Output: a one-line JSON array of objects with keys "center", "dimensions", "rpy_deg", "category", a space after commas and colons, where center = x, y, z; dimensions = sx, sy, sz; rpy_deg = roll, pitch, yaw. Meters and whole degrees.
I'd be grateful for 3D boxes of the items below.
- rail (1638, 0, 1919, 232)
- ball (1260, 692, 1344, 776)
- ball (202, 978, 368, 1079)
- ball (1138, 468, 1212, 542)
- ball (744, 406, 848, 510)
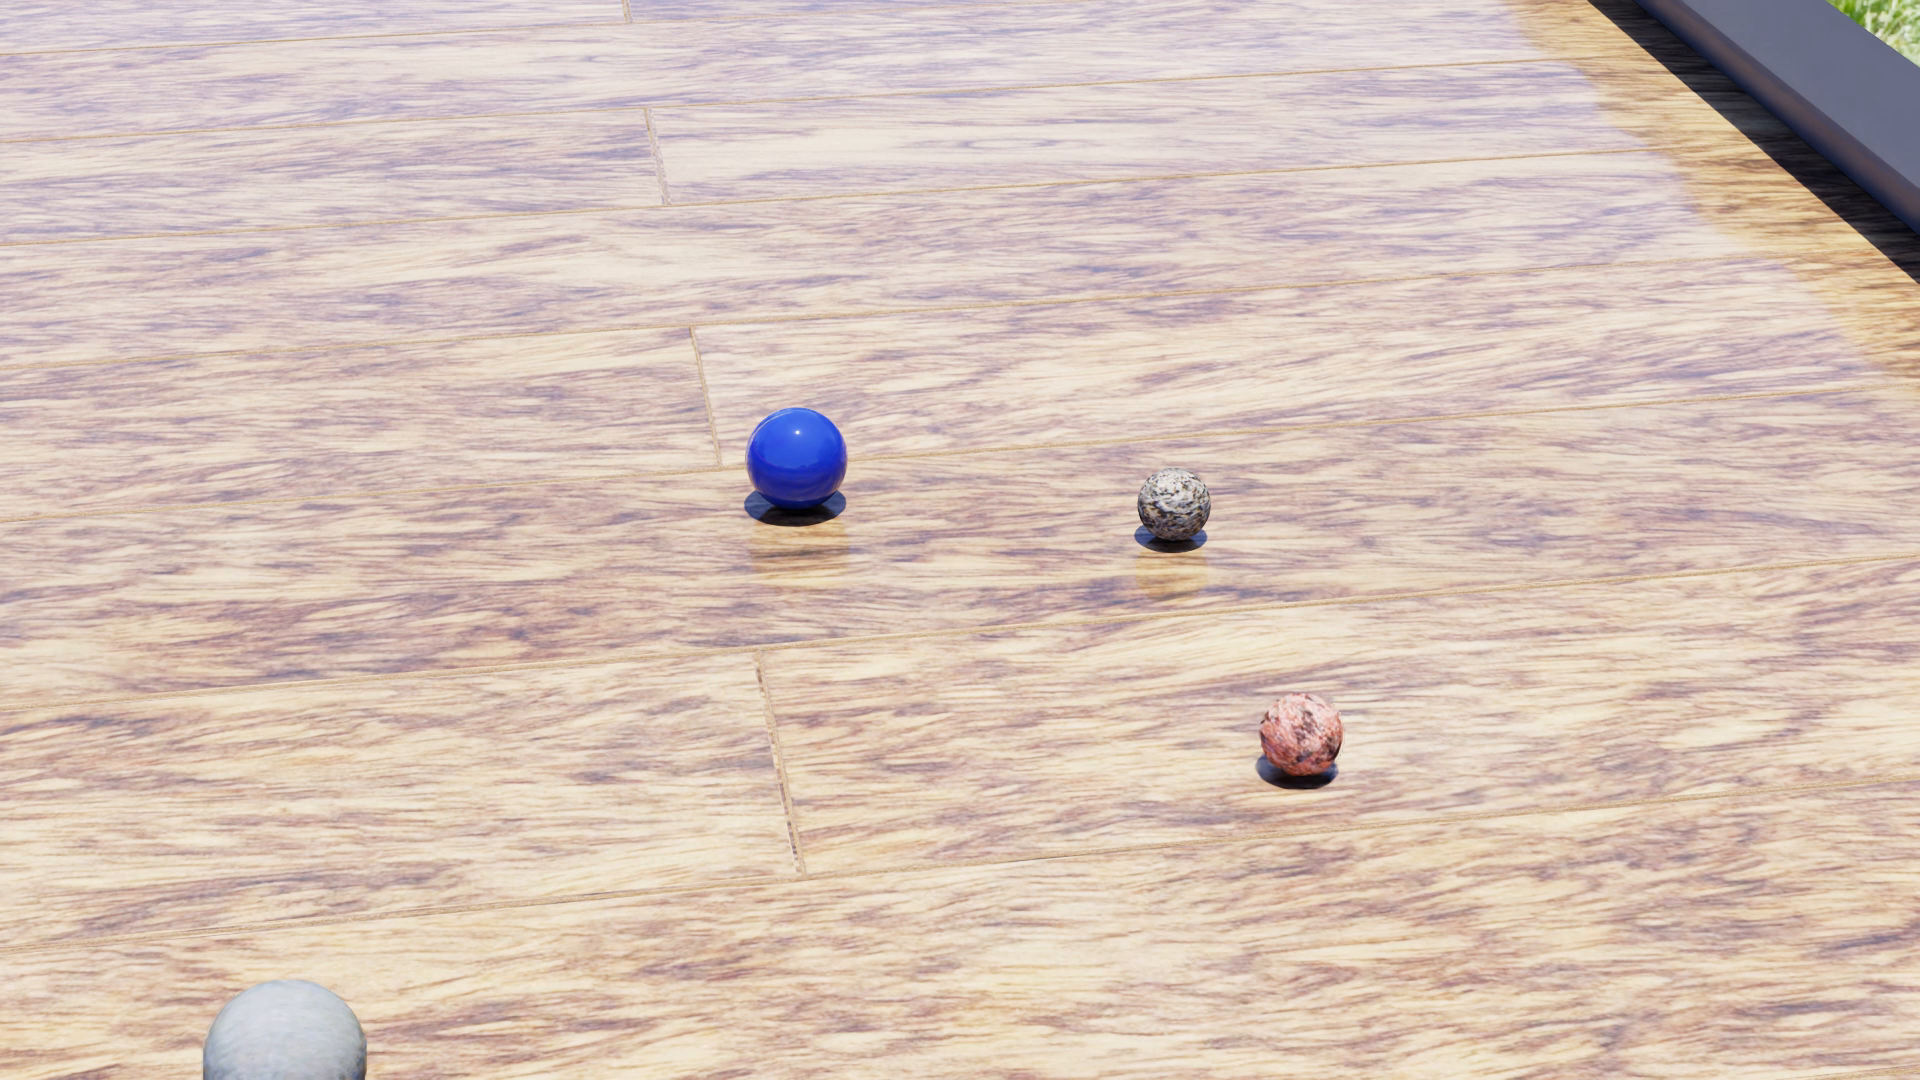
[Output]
[{"center": [0.701, -0.463, 2.660], "dimensions": [0.045, 0.126, 3.252], "rpy_deg": [-4, 28, -8], "category": "rail"}, {"center": [0.192, 0.109, 1.653], "dimensions": [0.047, 0.047, 0.047], "rpy_deg": [0, 28, 0], "category": "ball"}, {"center": [-0.314, 0.242, 1.368], "dimensions": [0.075, 0.075, 0.075], "rpy_deg": [0, 28, 0], "category": "ball"}, {"center": [0.139, -0.023, 1.905], "dimensions": [0.048, 0.048, 0.048], "rpy_deg": [0, 28, 0], "category": "ball"}, {"center": [-0.108, -0.054, 1.941], "dimensions": [0.068, 0.068, 0.068], "rpy_deg": [0, 28, 0], "category": "ball"}]
